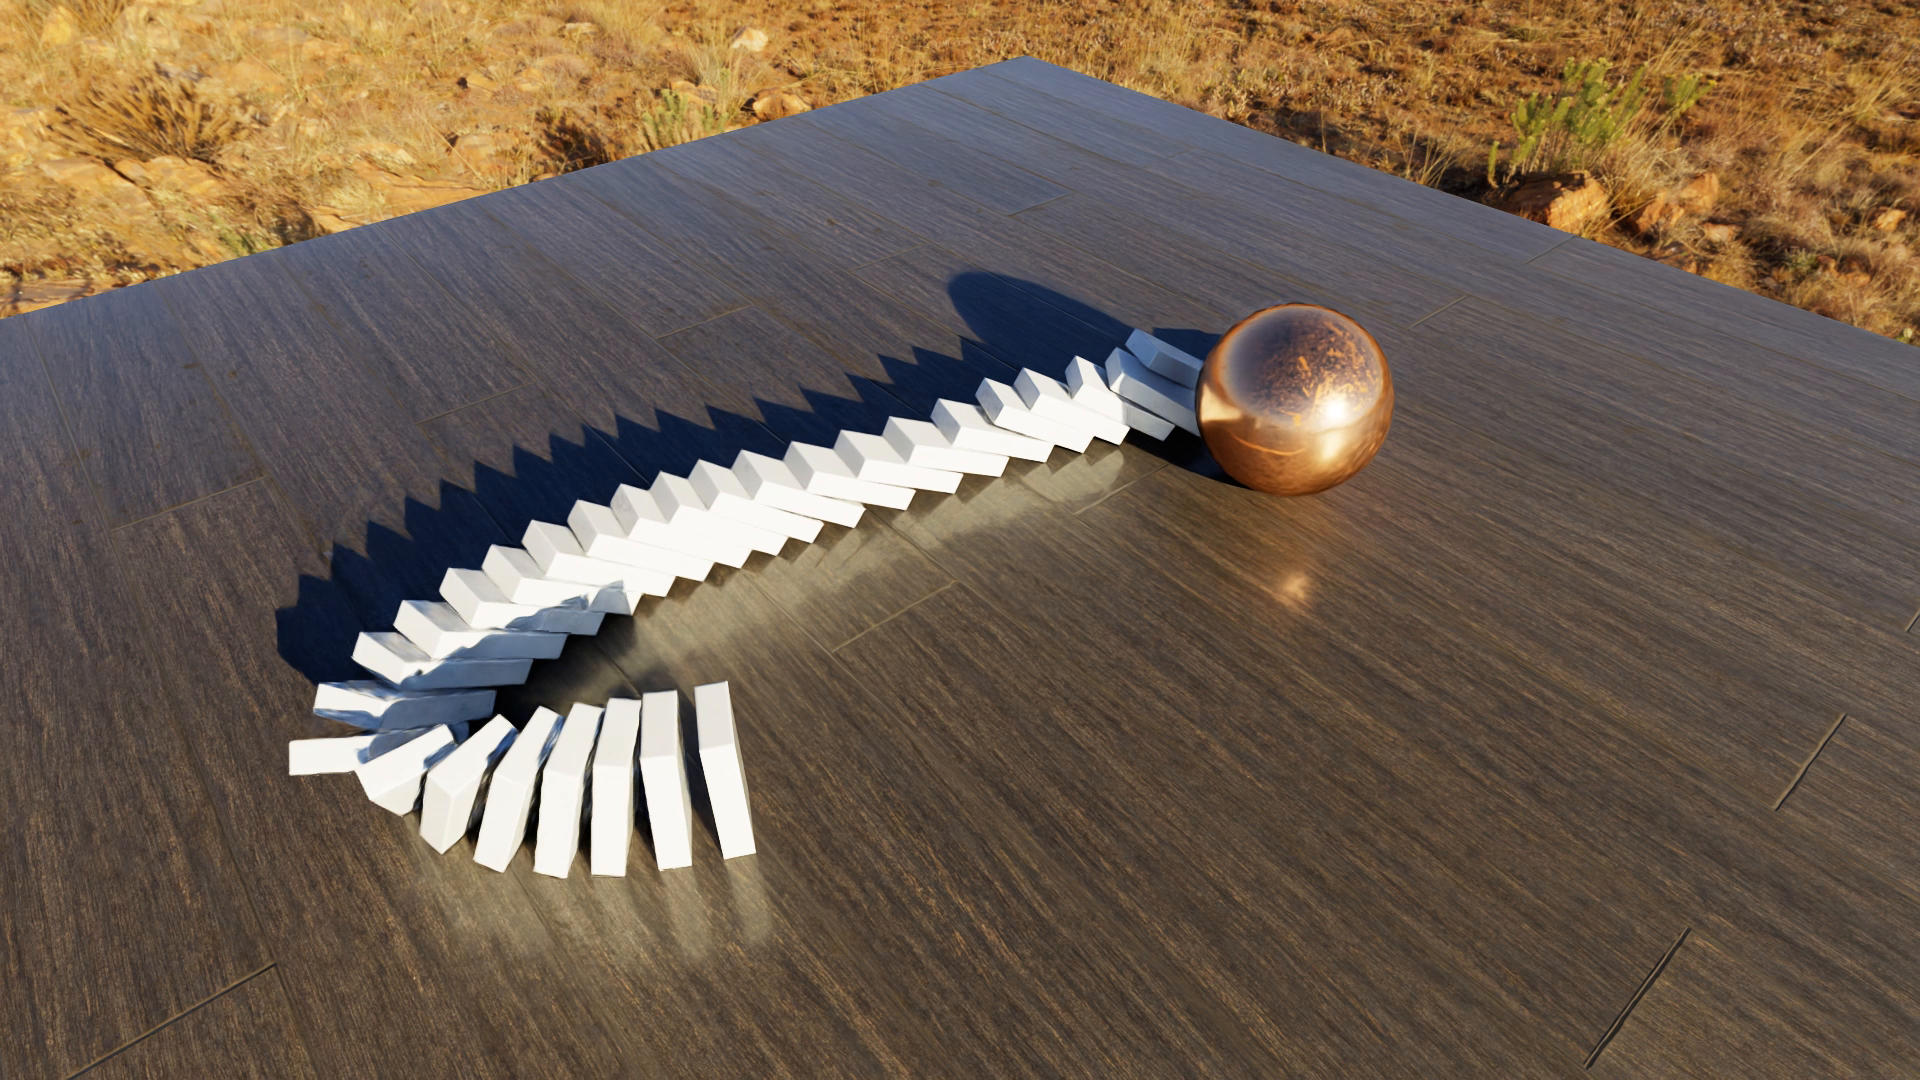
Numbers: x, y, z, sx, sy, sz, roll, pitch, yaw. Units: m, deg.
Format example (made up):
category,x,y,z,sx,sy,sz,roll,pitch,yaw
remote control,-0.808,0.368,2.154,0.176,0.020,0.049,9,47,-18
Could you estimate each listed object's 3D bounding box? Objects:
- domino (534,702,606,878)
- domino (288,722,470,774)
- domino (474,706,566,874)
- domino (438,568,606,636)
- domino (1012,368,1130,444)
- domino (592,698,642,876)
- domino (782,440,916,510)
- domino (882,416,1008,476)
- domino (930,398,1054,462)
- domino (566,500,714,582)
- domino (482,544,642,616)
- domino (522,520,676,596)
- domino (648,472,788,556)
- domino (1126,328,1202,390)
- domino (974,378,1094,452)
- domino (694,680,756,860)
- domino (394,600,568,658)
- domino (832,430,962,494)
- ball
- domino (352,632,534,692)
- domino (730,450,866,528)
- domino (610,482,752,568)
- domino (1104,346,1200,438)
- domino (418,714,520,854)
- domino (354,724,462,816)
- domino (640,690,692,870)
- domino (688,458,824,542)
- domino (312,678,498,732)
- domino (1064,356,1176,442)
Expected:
category,x,y,z,sx,sy,sz,roll,pitch,yaw
domino,-0.114,0.074,0.321,0.009,0.050,0.025,16,39,-8
domino,-0.177,0.063,0.338,0.025,0.009,0.050,-5,-5,7
domino,-0.129,0.074,0.322,0.009,0.050,0.025,26,40,-6
domino,-0.156,0.022,0.393,0.025,0.009,0.050,33,12,34
domino,0.051,-0.060,0.498,0.050,0.009,0.025,16,29,-28
domino,-0.101,0.073,0.322,0.010,0.050,0.025,7,38,-11
domino,-0.046,-0.027,0.457,0.050,0.010,0.025,9,28,-40
domino,-0.006,-0.040,0.476,0.050,0.009,0.025,4,31,-38
domino,0.014,-0.048,0.487,0.050,0.010,0.025,6,32,-33
domino,-0.122,0.000,0.420,0.050,0.009,0.025,18,20,-46
domino,-0.145,0.015,0.402,0.025,0.010,0.050,34,12,35
domino,-0.135,0.007,0.411,0.050,0.009,0.025,16,17,-49
domino,-0.095,-0.010,0.433,0.050,0.010,0.025,19,21,-44
domino,0.105,-0.083,0.523,0.050,0.009,0.025,19,26,-30
domino,0.033,-0.056,0.493,0.050,0.009,0.025,14,30,-32
domino,-0.070,0.069,0.327,0.010,0.050,0.025,-9,40,-11
domino,-0.165,0.031,0.382,0.025,0.009,0.050,27,8,29
domino,-0.026,-0.033,0.467,0.050,0.009,0.025,6,30,-39
ball,0.139,-0.058,0.459,0.080,0.080,0.080,0,39,0
domino,-0.173,0.040,0.372,0.025,0.009,0.050,24,7,26
domino,-0.065,-0.021,0.447,0.050,0.010,0.025,15,24,-42
domino,-0.108,-0.005,0.427,0.050,0.010,0.025,19,21,-44
domino,0.091,-0.068,0.507,0.050,0.009,0.025,25,33,-18
domino,-0.144,0.073,0.324,0.009,0.050,0.025,40,48,2
domino,-0.161,0.069,0.328,0.025,0.050,0.009,-28,82,-24
domino,-0.086,0.071,0.324,0.009,0.050,0.025,-4,39,-11
domino,-0.081,-0.015,0.439,0.050,0.010,0.025,19,22,-44
domino,-0.177,0.052,0.355,0.025,0.009,0.050,11,-1,16
domino,0.073,-0.065,0.505,0.050,0.010,0.025,21,35,-20
